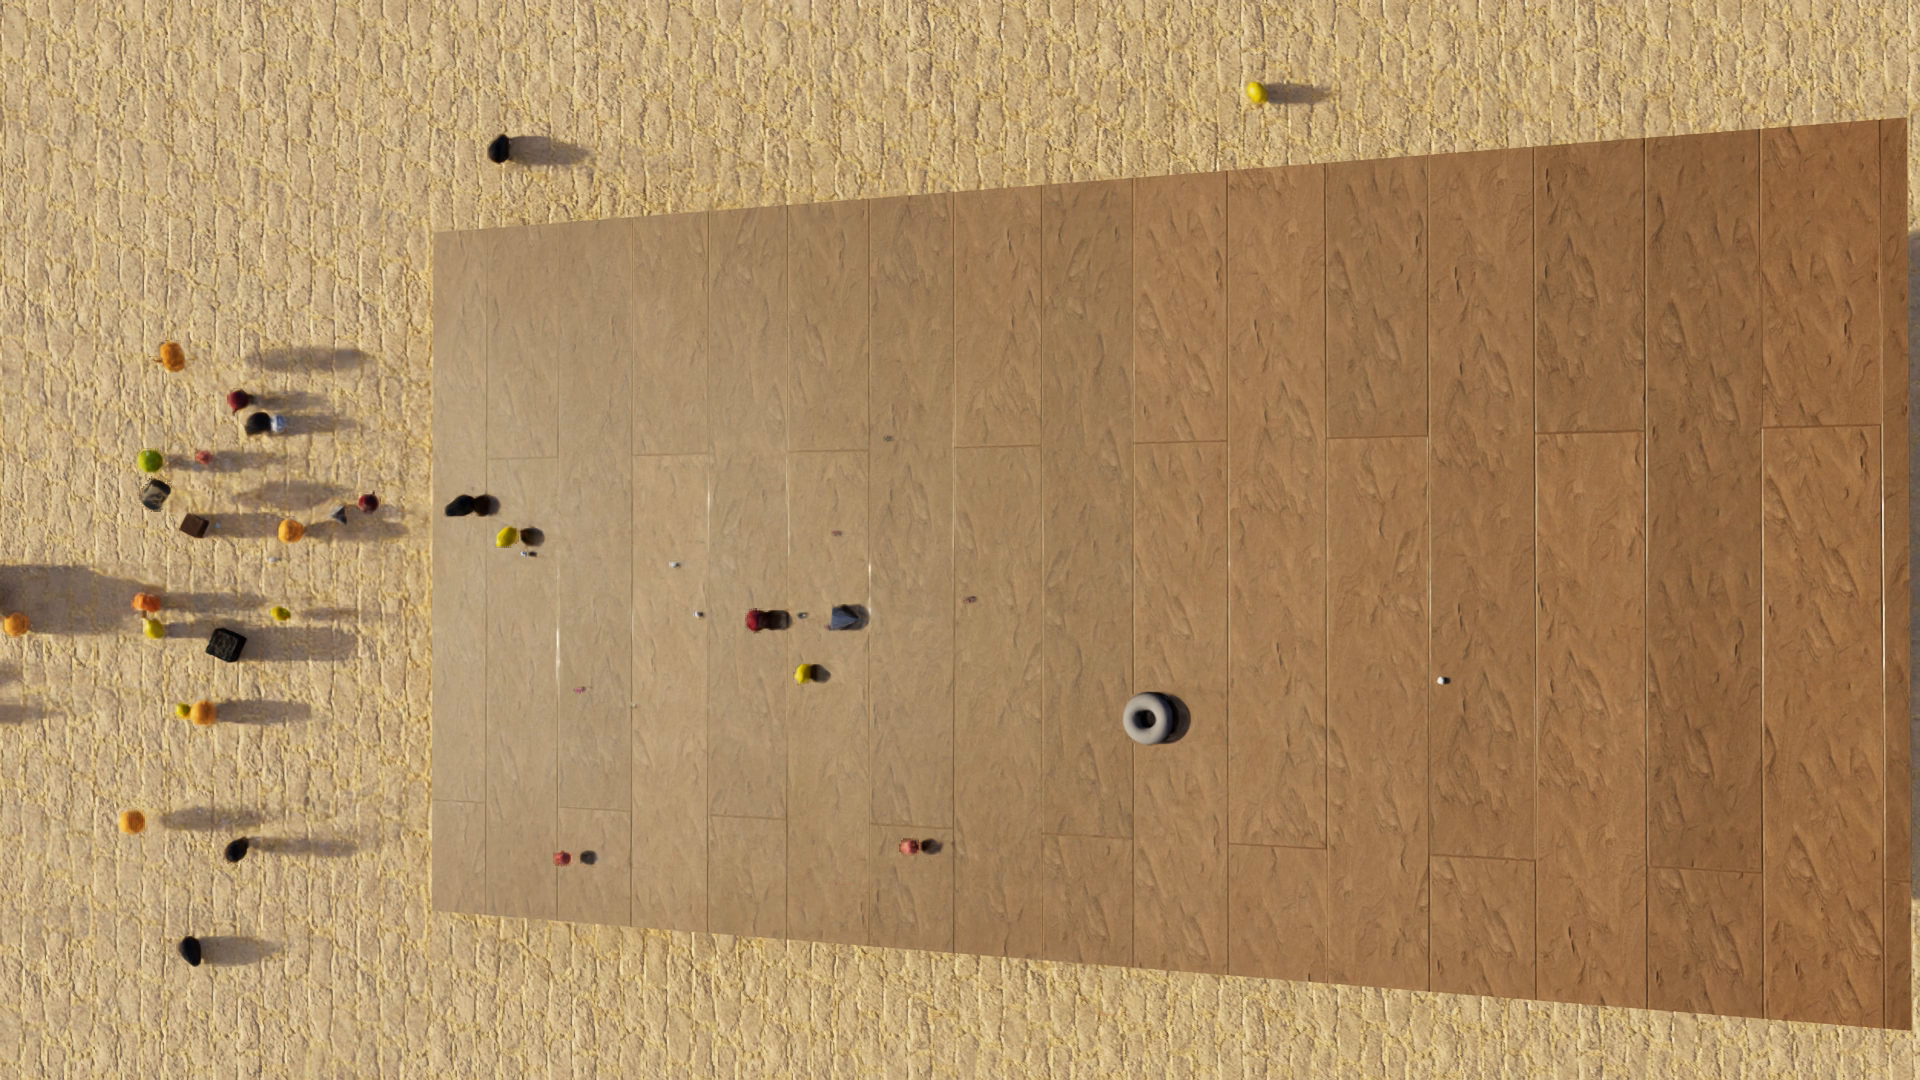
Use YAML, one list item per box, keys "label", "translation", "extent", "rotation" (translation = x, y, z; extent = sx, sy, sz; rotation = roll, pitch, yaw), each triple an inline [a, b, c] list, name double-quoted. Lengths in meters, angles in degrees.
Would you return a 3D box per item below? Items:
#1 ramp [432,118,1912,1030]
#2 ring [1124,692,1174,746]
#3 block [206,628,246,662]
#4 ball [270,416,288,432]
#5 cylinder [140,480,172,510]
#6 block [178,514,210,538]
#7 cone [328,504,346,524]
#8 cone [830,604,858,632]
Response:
- label: "ramp"
  translation: [0.282, 0.082, 5.695]
  extent: [4.000, 0.100, 2.000]
  rotation: [0, 89, 25]
- label: "ring"
  translation: [0.473, 0.450, 5.524]
  extent: [0.133, 0.044, 0.133]
  rotation: [0, 90, 24]
- label: "block"
  translation: [-2.181, 0.313, 6.535]
  extent: [0.076, 0.076, 0.076]
  rotation: [24, 89, 0]
- label: "ball"
  translation: [-2.032, -0.347, 6.555]
  extent: [0.052, 0.052, 0.052]
  rotation: [0, 89, 0]
- label: "cylinder"
  translation: [-2.376, -0.134, 6.494]
  extent: [0.065, 0.065, 0.065]
  rotation: [41, 105, 0]
- label: "block"
  translation: [-2.281, -0.043, 6.550]
  extent: [0.055, 0.055, 0.055]
  rotation: [26, 89, 0]
- label: "cone"
  translation: [-1.847, -0.067, 6.565]
  extent: [0.057, 0.057, 0.057]
  rotation: [-33, 116, 0]
- label: "cone"
  translation: [-0.307, 0.211, 5.891]
  extent: [0.075, 0.075, 0.075]
  rotation: [4, 89, -2]
